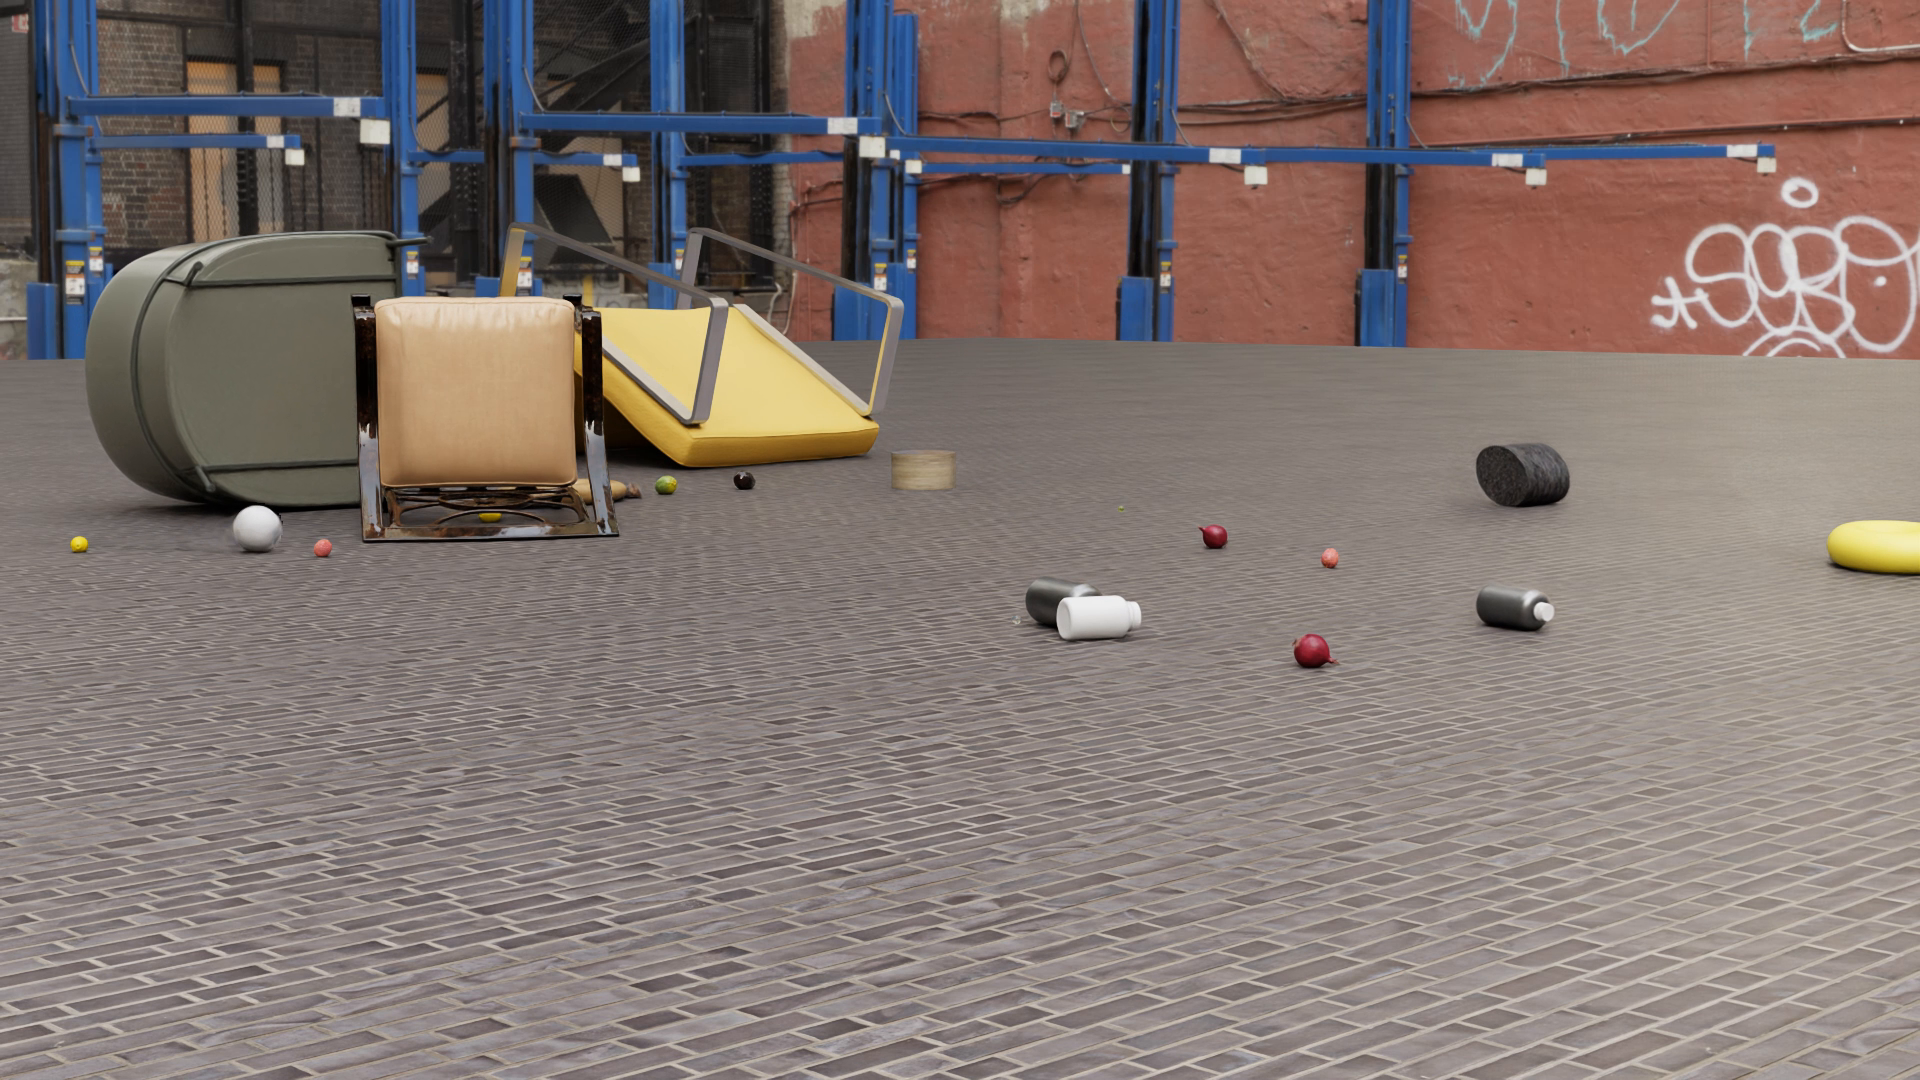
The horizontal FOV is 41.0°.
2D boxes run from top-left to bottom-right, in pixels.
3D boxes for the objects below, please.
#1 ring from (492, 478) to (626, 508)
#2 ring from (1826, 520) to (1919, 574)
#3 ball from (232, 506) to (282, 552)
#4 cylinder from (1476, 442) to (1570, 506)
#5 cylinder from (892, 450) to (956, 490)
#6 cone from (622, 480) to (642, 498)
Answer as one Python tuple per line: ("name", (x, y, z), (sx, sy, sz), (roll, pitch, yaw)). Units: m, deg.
("ring", (-1.158, -0.136, 7.430), (0.237, 0.064, 0.473), (6, 8, 40))
("ring", (2.111, 0.016, 5.815), (0.271, 0.092, 0.379), (-1, 6, 6))
("ball", (-1.680, -0.027, 6.129), (0.112, 0.112, 0.112), (0, 6, 0))
("cylinder", (1.626, -0.190, 7.411), (0.198, 0.155, 0.201), (-5, 45, -41))
("cylinder", (-0.113, -0.219, 8.002), (0.201, 0.109, 0.210), (0, 6, -1))
("cone", (-0.987, -0.138, 7.625), (0.056, 0.058, 0.087), (-30, 12, -11))
